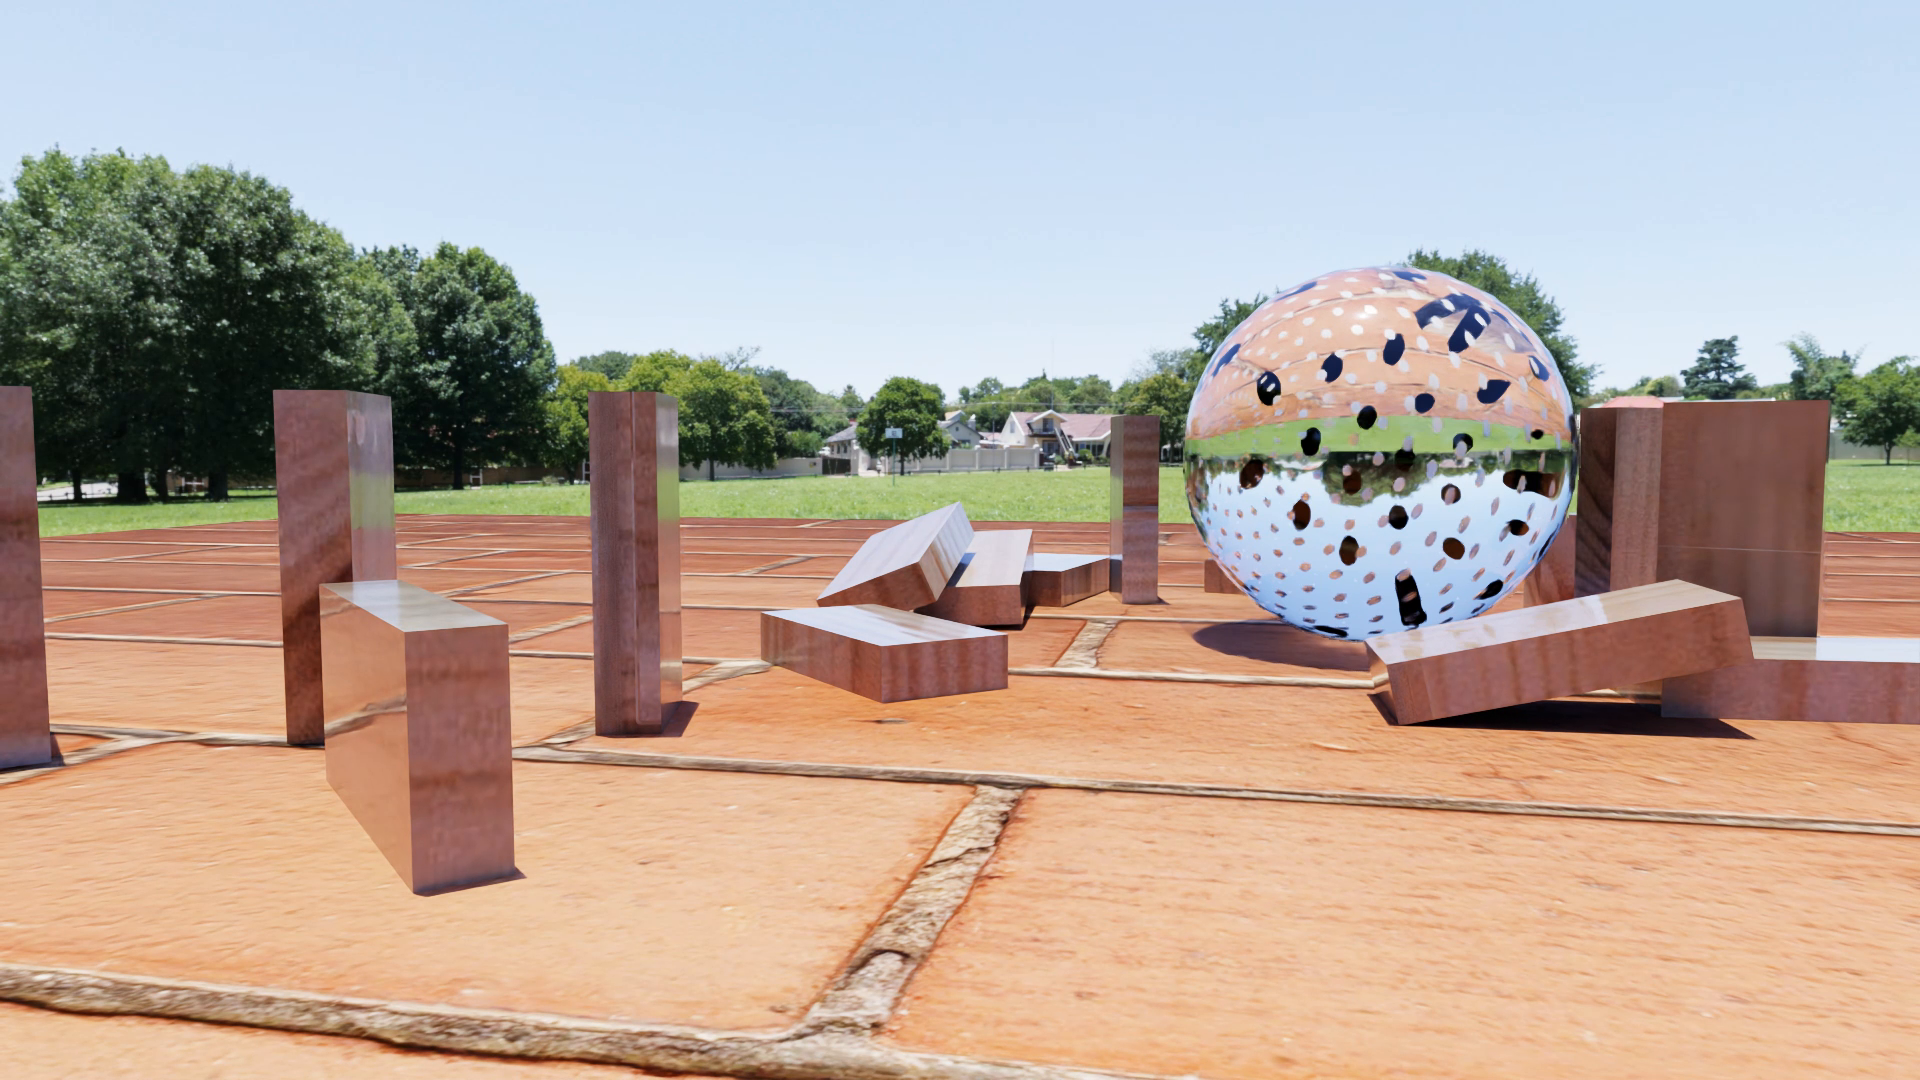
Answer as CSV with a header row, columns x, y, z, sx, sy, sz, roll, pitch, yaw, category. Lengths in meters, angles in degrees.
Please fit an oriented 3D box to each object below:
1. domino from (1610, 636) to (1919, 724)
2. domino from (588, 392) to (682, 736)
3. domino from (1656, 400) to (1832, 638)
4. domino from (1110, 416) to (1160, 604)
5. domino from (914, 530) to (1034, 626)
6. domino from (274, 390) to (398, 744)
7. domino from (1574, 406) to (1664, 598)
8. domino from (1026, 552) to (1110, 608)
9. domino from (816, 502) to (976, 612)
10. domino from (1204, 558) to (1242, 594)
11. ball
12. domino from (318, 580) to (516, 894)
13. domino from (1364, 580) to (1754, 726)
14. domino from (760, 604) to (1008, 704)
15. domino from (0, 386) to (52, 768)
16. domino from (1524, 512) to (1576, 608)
x,y,z,sx,sy,sz,roll,pitch,yaw,category
0.136,0.022,0.208,0.050,0.010,0.025,1,4,9,domino
-0.050,0.003,0.198,0.009,0.050,0.025,0,4,-5,domino
0.141,0.000,0.232,0.025,0.050,0.010,3,5,37,domino
0.048,-0.009,0.352,0.010,0.050,0.025,0,4,-1,domino
0.004,0.009,0.319,0.025,0.010,0.050,-2,15,7,domino
-0.093,0.003,0.193,0.010,0.050,0.025,-1,4,-10,domino
0.145,-0.003,0.273,0.025,0.050,0.009,-1,5,-19,domino
0.024,0.011,0.361,0.025,0.010,0.050,2,5,22,domino
-0.014,0.006,0.300,0.025,0.010,0.050,-21,12,16,domino
0.093,0.009,0.383,0.025,0.010,0.050,2,5,29,domino
0.088,-0.018,0.274,0.080,0.080,0.080,0,4,0,ball
-0.062,0.019,0.144,0.010,0.025,0.050,-3,5,-35,domino
0.092,0.017,0.201,0.050,0.010,0.025,-12,2,11,domino
-0.015,0.020,0.238,0.025,0.010,0.050,-3,5,-32,domino
-0.133,0.004,0.177,0.010,0.050,0.025,-3,5,-38,domino
0.169,0.006,0.322,0.050,0.025,0.010,0,4,1,domino
